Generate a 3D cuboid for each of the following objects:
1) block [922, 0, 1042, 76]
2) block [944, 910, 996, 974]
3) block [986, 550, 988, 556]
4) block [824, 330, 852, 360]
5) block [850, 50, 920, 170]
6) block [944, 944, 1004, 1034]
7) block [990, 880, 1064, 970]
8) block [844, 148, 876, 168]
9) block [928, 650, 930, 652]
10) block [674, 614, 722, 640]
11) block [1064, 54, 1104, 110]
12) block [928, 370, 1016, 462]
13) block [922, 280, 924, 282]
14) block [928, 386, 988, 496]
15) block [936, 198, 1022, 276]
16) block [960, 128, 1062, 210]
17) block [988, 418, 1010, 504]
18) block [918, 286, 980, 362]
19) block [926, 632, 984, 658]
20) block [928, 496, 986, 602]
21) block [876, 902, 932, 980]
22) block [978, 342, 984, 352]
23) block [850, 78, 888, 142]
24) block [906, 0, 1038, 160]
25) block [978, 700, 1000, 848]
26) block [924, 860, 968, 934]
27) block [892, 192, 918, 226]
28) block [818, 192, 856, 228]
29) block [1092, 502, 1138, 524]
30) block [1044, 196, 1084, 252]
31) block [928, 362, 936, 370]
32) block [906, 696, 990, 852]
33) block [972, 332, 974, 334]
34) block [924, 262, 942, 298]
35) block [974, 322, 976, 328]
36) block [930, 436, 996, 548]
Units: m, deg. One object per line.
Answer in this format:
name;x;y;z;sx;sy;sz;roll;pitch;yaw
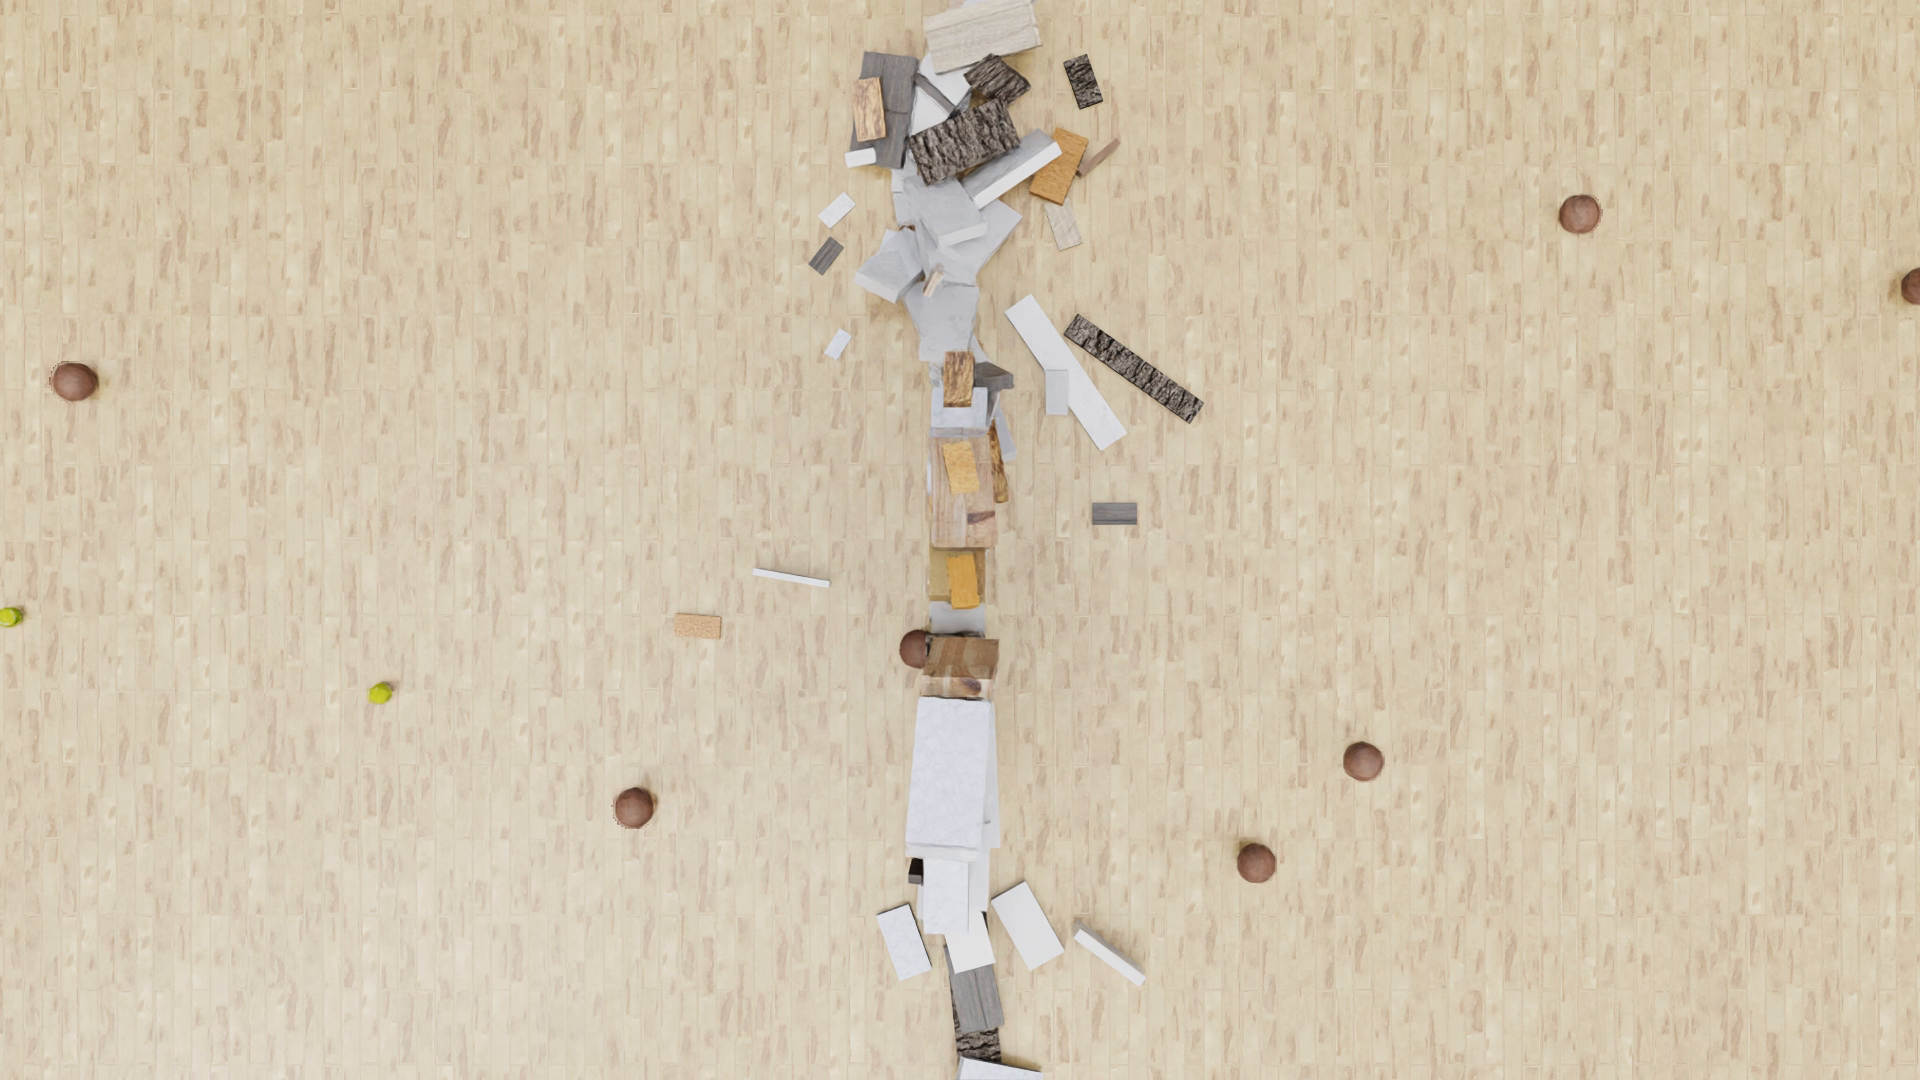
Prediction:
block;0.073;-1.632;5.308;0.355;0.050;0.177;-13;95;10
block;0.014;1.256;5.361;0.135;0.038;0.271;-15;90;0
block;0.001;-0.148;5.091;0.175;0.050;0.434;1;57;0
block;-0.405;-0.651;5.493;0.048;0.014;0.096;32;90;0
block;-0.248;-1.401;5.384;0.177;0.050;0.355;10;97;11
block;0.047;1.467;5.438;0.144;0.041;0.289;-12;90;0
block;0.224;1.279;5.481;0.133;0.038;0.266;-29;90;0
block;-0.324;-1.243;5.369;0.096;0.014;0.048;-10;87;2
block;-0.008;0.432;4.440;0.140;0.040;0.281;-2;90;0
block;-0.873;0.288;5.489;0.151;0.021;0.076;5;90;0
block;0.410;-1.525;5.488;0.082;0.023;0.164;-20;90;0
block;0.037;-0.388;5.092;0.175;0.050;0.350;-16;66;-6
block;-0.055;-0.773;5.364;0.096;0.027;0.193;-25;67;-4
block;-0.006;-0.279;4.667;0.155;0.044;0.311;2;73;2
block;0.065;-1.004;5.388;0.153;0.043;0.307;34;54;3
block;0.159;-1.220;5.419;0.330;0.165;0.047;-34;125;0
block;0.031;-0.269;4.983;0.175;0.050;0.350;-9;66;-3
block;-0.033;-0.678;5.164;0.149;0.042;0.297;3;52;9
block;-0.008;0.438;4.766;0.170;0.048;0.340;-2;90;0
block;-0.006;0.019;4.693;0.161;0.046;0.321;1;67;0
block;-0.185;1.335;5.484;0.115;0.033;0.230;-20;90;0
block;0.000;-0.544;5.363;0.155;0.310;0.044;-1;127;0
block;-0.295;-1.396;5.355;0.096;0.027;0.193;-6;94;13
block;-0.001;-1.571;5.379;0.177;0.050;0.695;39;101;3
block;0.002;0.575;4.038;0.177;0.050;0.354;-2;90;0
block;-0.033;0.842;3.952;0.106;0.030;0.211;1;106;3
block;-0.109;-1.107;5.463;0.214;0.030;0.107;-8;71;-3
block;-0.410;-1.097;5.492;0.118;0.017;0.059;-43;90;0
block;0.515;-0.087;5.490;0.147;0.021;0.073;0;90;0
block;0.343;-1.053;5.488;0.083;0.024;0.167;-19;90;0
block;-0.017;-0.533;5.211;0.155;0.044;0.310;-10;66;-4
block;-0.027;0.550;3.894;0.173;0.049;0.346;4;71;1
block;-0.006;-0.710;5.391;0.094;0.027;0.187;-8;67;3
block;-0.083;-0.812;5.146;0.023;0.162;0.081;27;107;-9
block;-0.006;-0.781;5.451;0.094;0.027;0.187;-9;67;0
block;0.006;-0.126;4.247;0.158;0.045;0.316;-2;56;-2
